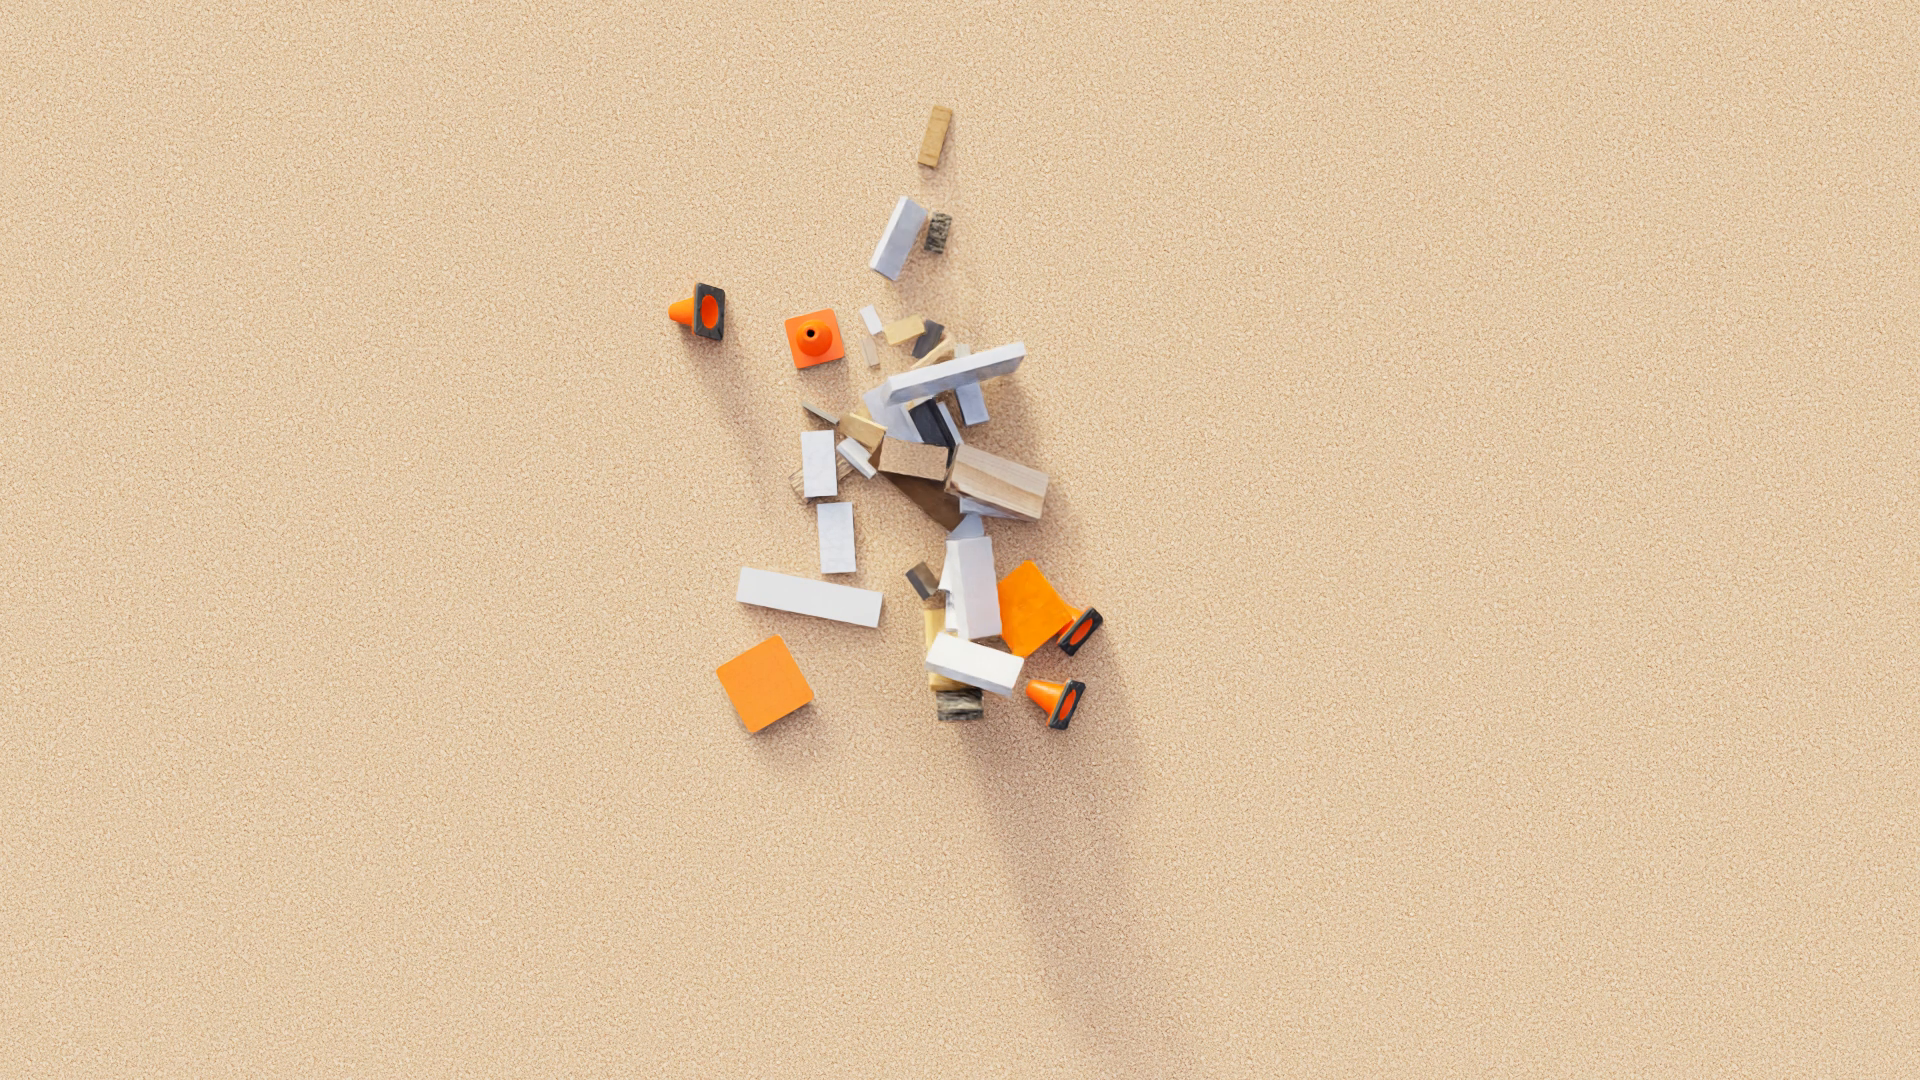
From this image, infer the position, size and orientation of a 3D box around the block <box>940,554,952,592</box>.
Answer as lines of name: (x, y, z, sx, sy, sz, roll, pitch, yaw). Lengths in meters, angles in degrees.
block: (-0.014, 0.097, 5.452, 0.079, 0.022, 0.158, 11, 70, 5)

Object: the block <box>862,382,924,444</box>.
block: (-0.223, -0.400, 5.444, 0.115, 0.033, 0.230, -24, 96, 34)

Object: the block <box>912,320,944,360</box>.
block: (-0.107, -0.662, 5.491, 0.066, 0.019, 0.131, 23, 90, 0)

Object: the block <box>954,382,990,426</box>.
block: (0.034, -0.461, 5.444, 0.081, 0.023, 0.163, -15, 82, -16)

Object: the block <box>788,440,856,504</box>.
block: (-0.455, -0.226, 5.485, 0.214, 0.030, 0.107, -36, 90, 0)

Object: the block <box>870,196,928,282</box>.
block: (-0.203, -0.995, 5.450, 0.030, 0.107, 0.257, 25, 90, 42)

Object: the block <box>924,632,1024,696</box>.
block: (0.046, 0.398, 5.280, 0.291, 0.145, 0.041, 17, 130, 8)

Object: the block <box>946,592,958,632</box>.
block: (-0.007, 0.231, 5.445, 0.079, 0.022, 0.157, -1, 55, 1)

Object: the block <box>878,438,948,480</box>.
block: (-0.151, -0.264, 5.390, 0.215, 0.030, 0.108, 9, 90, -1)

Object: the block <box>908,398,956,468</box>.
block: (-0.090, -0.343, 5.467, 0.115, 0.033, 0.230, -27, 97, 3)

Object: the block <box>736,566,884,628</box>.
block: (-0.499, 0.189, 5.484, 0.476, 0.033, 0.115, 11, 90, 0)

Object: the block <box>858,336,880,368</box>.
block: (-0.303, -0.626, 5.493, 0.047, 0.013, 0.094, -16, 90, 0)

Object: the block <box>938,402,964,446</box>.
block: (-0.028, -0.376, 5.457, 0.023, 0.081, 0.163, -27, 92, 0)

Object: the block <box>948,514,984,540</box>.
block: (-0.002, -0.114, 5.484, 0.115, 0.033, 0.230, -14, 90, 0)

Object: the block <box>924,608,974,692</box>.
block: (-0.035, 0.357, 5.395, 0.145, 0.041, 0.291, -4, 53, -1)

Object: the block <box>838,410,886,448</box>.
block: (-0.322, -0.365, 5.462, 0.149, 0.021, 0.075, 23, 123, 7)

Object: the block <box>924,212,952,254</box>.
block: (-0.073, -1.023, 5.491, 0.064, 0.018, 0.129, 14, 90, 0)

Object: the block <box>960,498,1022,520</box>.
block: (0.116, -0.137, 5.431, 0.230, 0.033, 0.115, 6, 72, -19)

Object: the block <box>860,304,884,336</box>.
block: (-0.294, -0.733, 5.493, 0.047, 0.013, 0.094, -26, 90, 0)

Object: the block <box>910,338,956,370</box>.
block: (-0.089, -0.607, 5.440, 0.163, 0.081, 0.023, -38, 102, -2)

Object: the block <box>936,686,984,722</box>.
block: (-0.003, 0.489, 5.361, 0.145, 0.291, 0.041, -3, 116, 0)

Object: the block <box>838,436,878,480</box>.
block: (-0.333, -0.274, 5.463, 0.149, 0.075, 0.021, 44, 128, -1)

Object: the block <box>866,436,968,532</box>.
block: (-0.132, -0.184, 5.435, 0.367, 0.030, 0.108, 40, 105, -1)

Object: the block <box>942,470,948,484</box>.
block: (-0.071, -0.204, 5.452, 0.233, 0.021, 0.075, 32, 99, 1)

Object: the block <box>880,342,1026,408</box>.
block: (-0.022, -0.537, 5.349, 0.467, 0.162, 0.046, -17, 79, -16)

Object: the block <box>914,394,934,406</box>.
block: (-0.118, -0.464, 5.491, 0.066, 0.019, 0.208, -4, 90, 0)

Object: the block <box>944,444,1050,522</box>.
block: (0.122, -0.186, 5.404, 0.323, 0.046, 0.162, 19, 68, -15)

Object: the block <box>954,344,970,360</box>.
block: (0.006, -0.601, 5.481, 0.050, 0.014, 0.101, 3, 76, 0)

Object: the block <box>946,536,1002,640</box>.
block: (0.049, 0.156, 5.391, 0.046, 0.162, 0.323, -7, 90, 44)

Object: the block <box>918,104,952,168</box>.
block: (-0.083, -1.344, 5.491, 0.064, 0.018, 0.200, 16, 90, 0)

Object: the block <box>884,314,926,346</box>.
block: (-0.183, -0.700, 5.479, 0.129, 0.018, 0.064, -20, 91, 11)

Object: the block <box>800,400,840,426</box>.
block: (-0.463, -0.421, 5.467, 0.131, 0.066, 0.019, 29, 90, 0)

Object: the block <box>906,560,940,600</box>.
block: (-0.119, 0.132, 5.391, 0.030, 0.215, 0.108, -35, 90, 11)

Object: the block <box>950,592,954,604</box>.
block: (0.003, 0.133, 5.462, 0.079, 0.022, 0.157, -2, 70, 0)

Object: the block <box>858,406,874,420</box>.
block: (-0.322, -0.407, 5.493, 0.094, 0.013, 0.047, -37, 90, 0)

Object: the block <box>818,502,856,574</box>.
block: (-0.409, -0.008, 5.484, 0.115, 0.033, 0.230, -3, 90, 0)

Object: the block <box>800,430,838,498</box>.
block: (-0.465, -0.252, 5.454, 0.107, 0.030, 0.214, -3, 90, 0)

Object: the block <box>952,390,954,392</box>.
block: (0.002, -0.541, 5.493, 0.050, 0.014, 0.101, 5, 90, 0)
